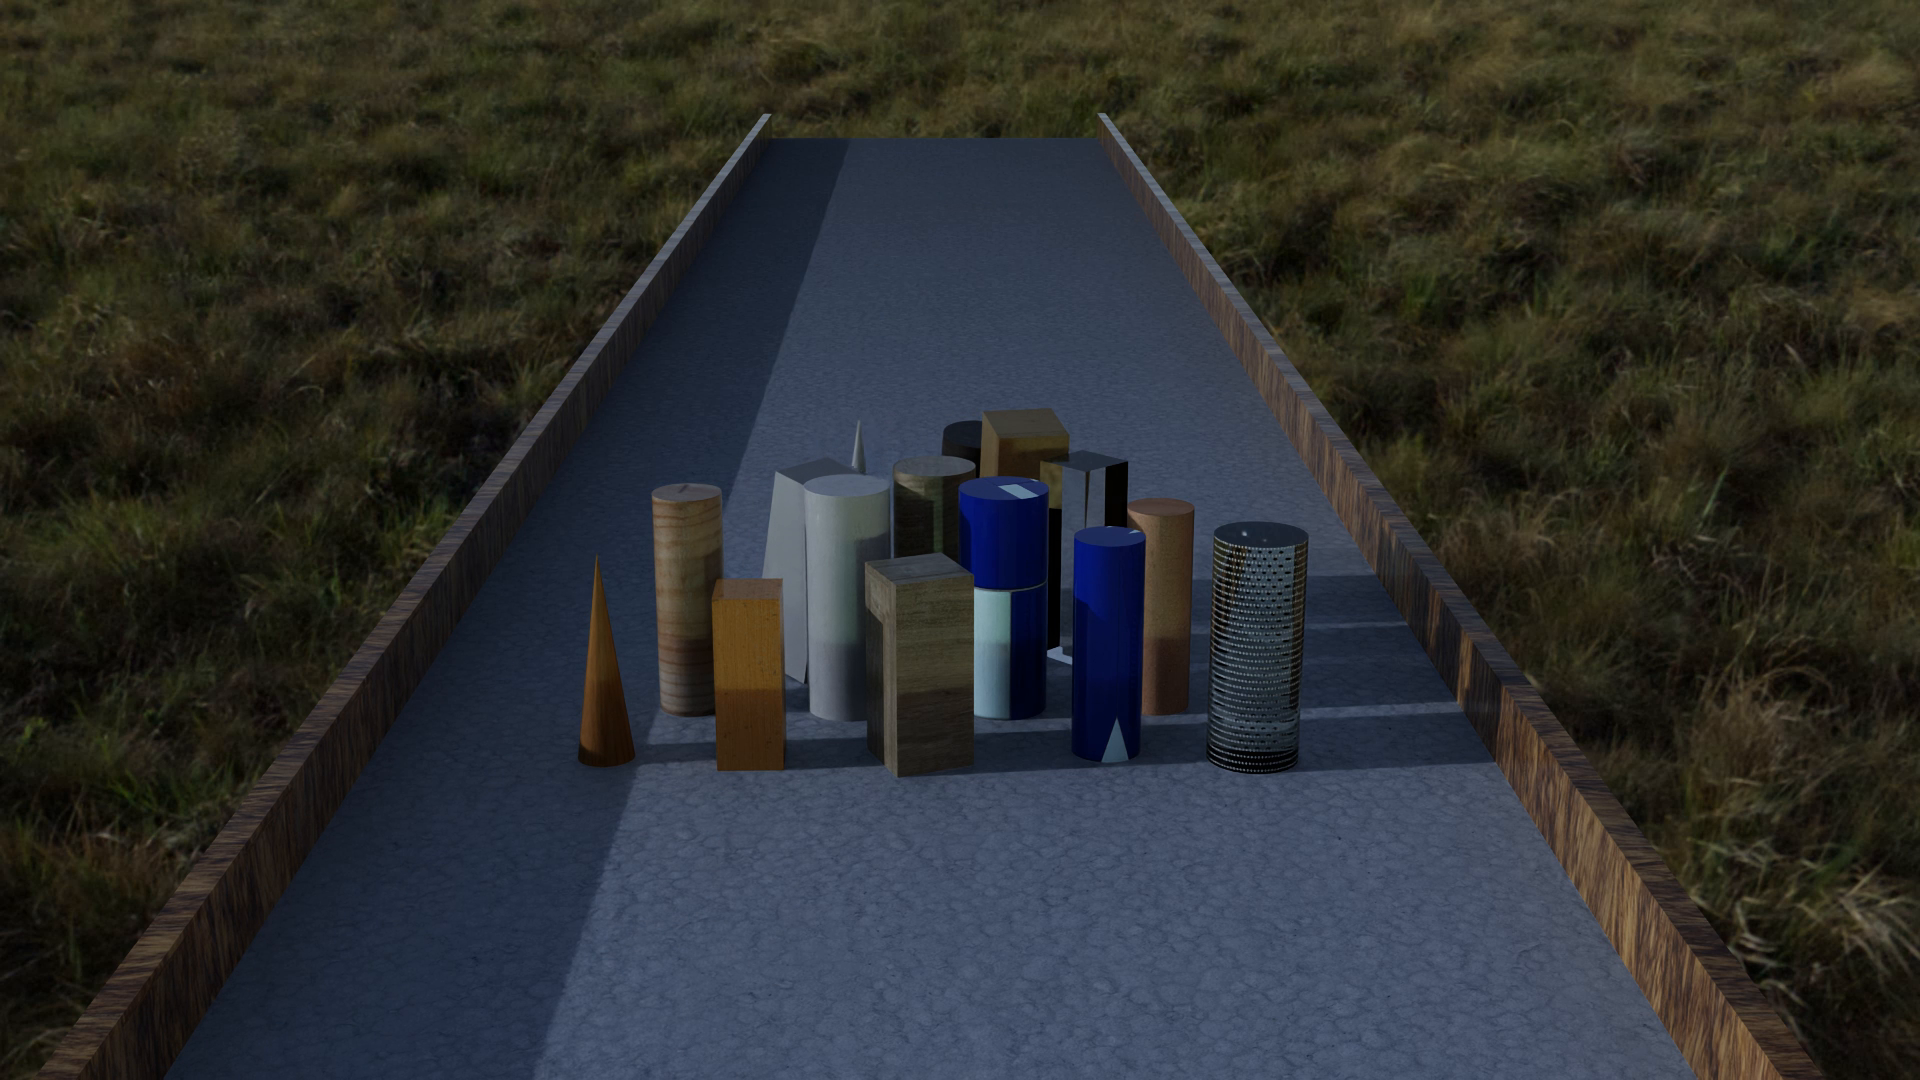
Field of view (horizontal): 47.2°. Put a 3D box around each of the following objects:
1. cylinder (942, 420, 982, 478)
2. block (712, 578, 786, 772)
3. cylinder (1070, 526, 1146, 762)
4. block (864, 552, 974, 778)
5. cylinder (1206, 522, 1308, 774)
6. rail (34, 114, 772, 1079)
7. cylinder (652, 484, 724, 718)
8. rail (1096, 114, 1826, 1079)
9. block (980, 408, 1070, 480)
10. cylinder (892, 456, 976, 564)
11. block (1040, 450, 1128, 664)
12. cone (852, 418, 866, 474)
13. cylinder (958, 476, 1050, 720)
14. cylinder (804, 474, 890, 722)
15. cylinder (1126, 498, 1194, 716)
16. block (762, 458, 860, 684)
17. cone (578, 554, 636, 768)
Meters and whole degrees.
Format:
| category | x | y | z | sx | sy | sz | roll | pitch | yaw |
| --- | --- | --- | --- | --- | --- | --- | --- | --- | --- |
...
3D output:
| category | x | y | z | sx | sy | sz | roll | pitch | yaw |
| --- | --- | --- | --- | --- | --- | --- | --- | --- | --- |
| cylinder | 0.033 | -0.054 | 4.724 | 0.167 | 0.370 | 0.167 | 4 | 24 | -2 |
| block | -0.370 | 0.237 | 3.874 | 0.116 | 0.317 | 0.116 | 0 | 17 | -1 |
| cylinder | 0.262 | 0.185 | 3.903 | 0.125 | 0.400 | 0.125 | 0 | 17 | 0 |
| block | -0.071 | 0.218 | 3.875 | 0.146 | 0.352 | 0.146 | -7 | 18 | -22 |
| cylinder | 0.522 | 0.188 | 3.868 | 0.163 | 0.414 | 0.163 | 0 | 17 | 0 |
| rail | -1.118 | -0.838 | 7.780 | 0.050 | 0.150 | 12.000 | 0 | 17 | -1 |
| cylinder | -0.504 | 0.112 | 4.115 | 0.129 | 0.419 | 0.129 | 0 | 17 | 0 |
| rail | 0.932 | -0.844 | 7.801 | 0.050 | 0.150 | 12.000 | 0 | 17 | -1 |
| block | 0.125 | -0.041 | 4.566 | 0.145 | 0.437 | 0.145 | -3 | 26 | -12 |
| cylinder | -0.050 | 0.047 | 4.365 | 0.162 | 0.401 | 0.162 | 0 | 17 | 0 |
| block | 0.245 | 0.037 | 4.394 | 0.123 | 0.404 | 0.123 | -15 | 22 | -41 |
| cone | -0.210 | -0.034 | 4.529 | 0.122 | 0.460 | 0.122 | 1 | 17 | 0 |
| cylinder | 0.081 | 0.108 | 4.114 | 0.168 | 0.426 | 0.168 | 0 | 17 | 0 |
| cylinder | -0.208 | 0.107 | 4.105 | 0.159 | 0.434 | 0.159 | 0 | 17 | 0 |
| cylinder | 0.372 | 0.125 | 4.124 | 0.124 | 0.389 | 0.124 | 0 | 17 | 0 |
| block | -0.282 | 0.059 | 4.296 | 0.144 | 0.397 | 0.144 | 26 | 29 | 33 |
| cone | -0.631 | 0.204 | 3.874 | 0.101 | 0.381 | 0.101 | 0 | 17 | 0 |
